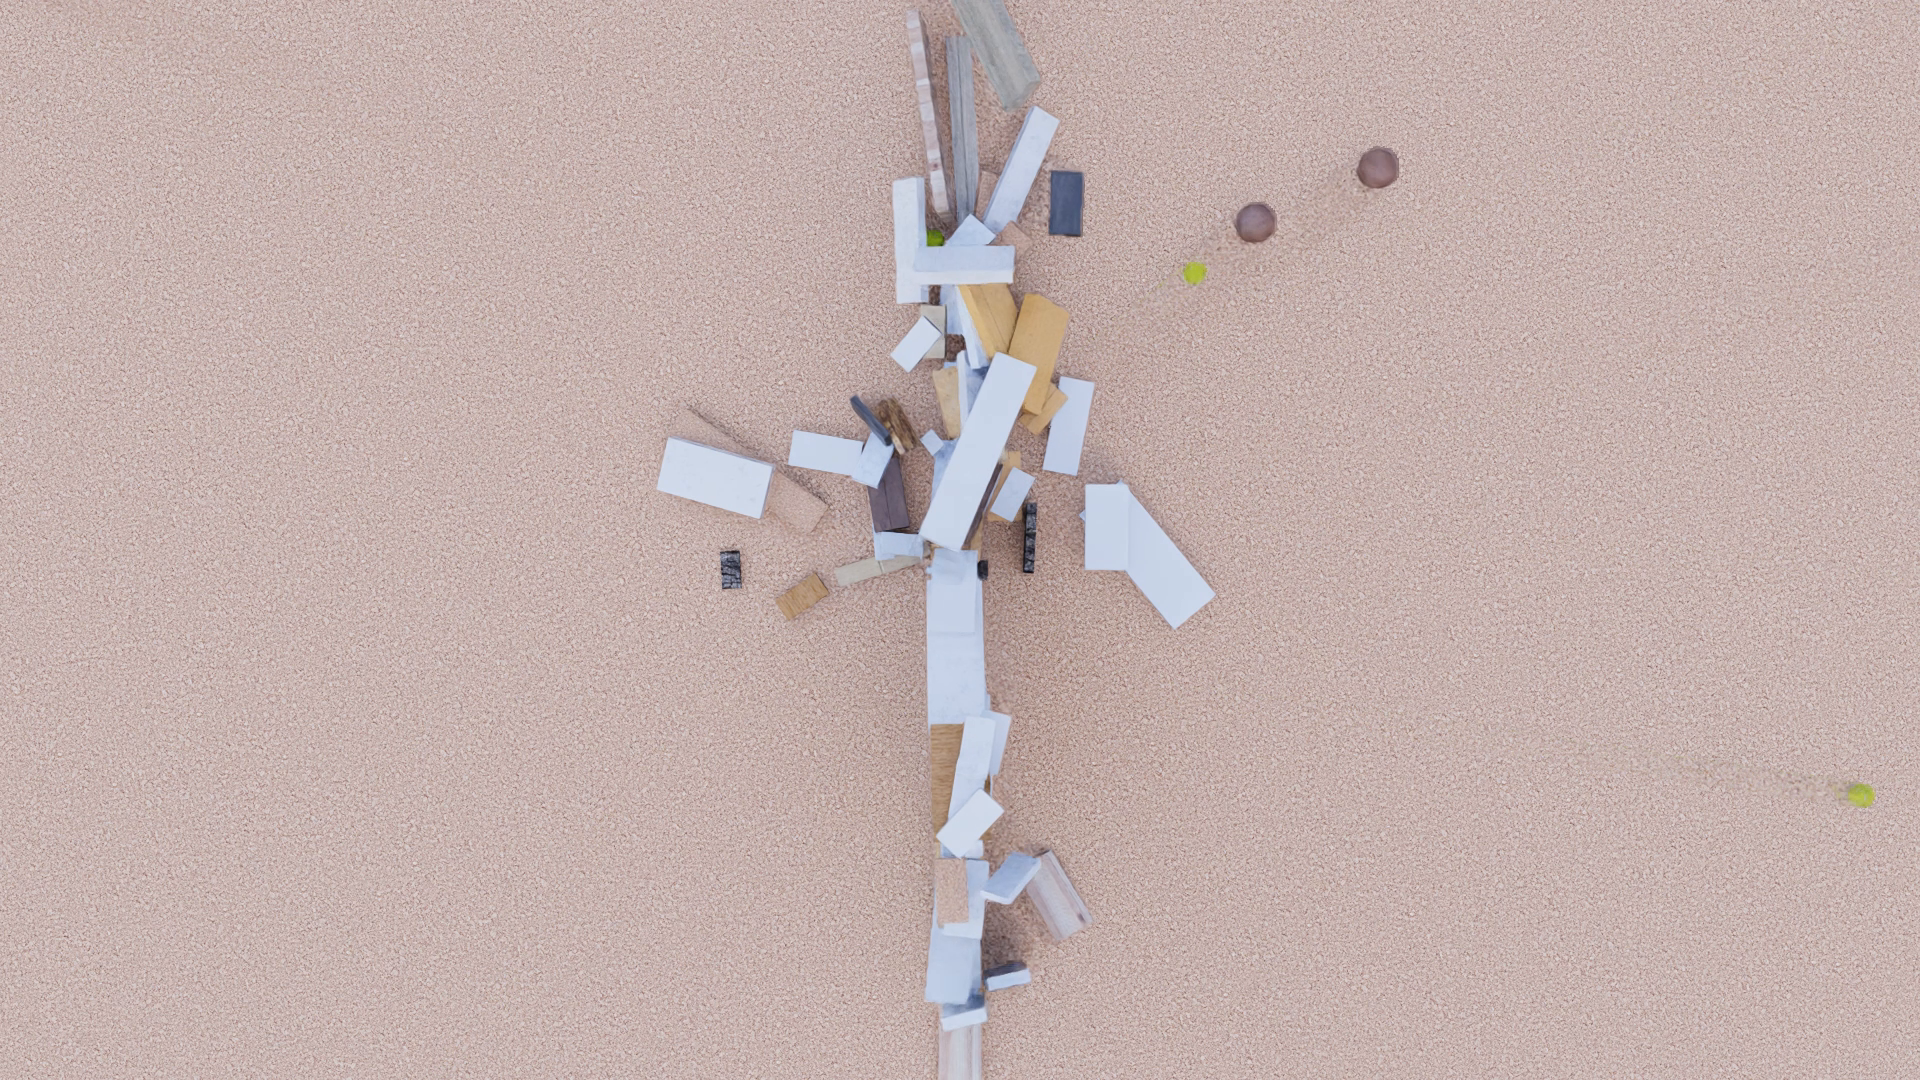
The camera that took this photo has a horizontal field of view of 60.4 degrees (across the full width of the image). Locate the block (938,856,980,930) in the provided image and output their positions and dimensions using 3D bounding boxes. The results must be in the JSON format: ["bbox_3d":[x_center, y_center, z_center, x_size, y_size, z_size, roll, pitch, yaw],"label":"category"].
[{"bbox_3d":[-0.002,1.094,5.209,0.130,0.037,0.261,1,85,0],"label":"block"}]

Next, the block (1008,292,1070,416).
[{"bbox_3d":[0.238,-0.607,5.401,0.051,0.179,0.358,12,83,42],"label":"block"}]

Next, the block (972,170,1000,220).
[{"bbox_3d":[0.093,-1.134,5.469,0.081,0.023,0.163,8,89,-29],"label":"block"}]

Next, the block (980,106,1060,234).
[{"bbox_3d":[0.192,-1.203,5.462,0.104,0.029,0.458,24,90,-30],"label":"block"}]

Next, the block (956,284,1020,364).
[{"bbox_3d":[0.117,-0.724,5.369,0.160,0.045,0.320,-38,112,-37],"label":"block"}]

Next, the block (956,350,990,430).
[{"bbox_3d":[0.069,-0.467,5.384,0.147,0.042,0.293,13,63,-34],"label":"block"}]

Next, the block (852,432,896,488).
[{"bbox_3d":[-0.281,-0.268,5.456,0.090,0.026,0.181,20,74,9],"label":"block"}]

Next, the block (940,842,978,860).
[{"bbox_3d":[0.000,1.014,5.180,0.119,0.034,0.238,0,85,0],"label":"block"}]

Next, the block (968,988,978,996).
[{"bbox_3d":[-0.005,1.219,5.442,0.131,0.037,0.604,0,90,0],"label":"block"}]

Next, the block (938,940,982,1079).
[{"bbox_3d":[0.001,1.461,5.480,0.140,0.040,0.921,0,90,0],"label":"block"}]

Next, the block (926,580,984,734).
[{"bbox_3d":[-0.014,0.364,5.177,0.175,0.050,0.489,-1,67,0],"label":"block"}]

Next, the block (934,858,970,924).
[{"bbox_3d":[-0.026,1.086,5.109,0.098,0.028,0.196,-3,85,0],"label":"block"}]

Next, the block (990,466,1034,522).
[{"bbox_3d":[0.174,-0.151,5.456,0.082,0.023,0.165,28,90,0],"label":"block"}]

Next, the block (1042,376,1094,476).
[{"bbox_3d":[0.360,-0.378,5.484,0.114,0.032,0.314,11,90,0],"label":"block"}]

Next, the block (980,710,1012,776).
[{"bbox_3d":[0.090,0.613,4.987,0.091,0.026,0.183,14,79,3],"label":"block"}]

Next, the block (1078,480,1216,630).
[{"bbox_3d":[0.620,0.049,5.475,0.179,0.051,0.494,-40,90,0],"label":"block"}]

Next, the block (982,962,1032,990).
[{"bbox_3d":[0.149,1.415,5.355,0.137,0.274,0.039,-11,81,-5],"label":"block"}]

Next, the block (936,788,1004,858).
[{"bbox_3d":[0.030,0.843,4.913,0.098,0.028,0.196,43,91,2],"label":"block"}]

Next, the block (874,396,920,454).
[{"bbox_3d":[-0.206,-0.378,5.457,0.026,0.090,0.181,-29,90,40],"label":"block"}]

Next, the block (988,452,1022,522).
[{"bbox_3d":[0.146,-0.179,5.484,0.114,0.032,0.229,-2,90,0],"label":"block"}]

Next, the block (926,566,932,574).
[{"bbox_3d":[-0.071,0.093,5.414,0.070,0.140,0.020,14,101,1],"label":"block"}]

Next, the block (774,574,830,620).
[{"bbox_3d":[-0.525,0.190,5.488,0.165,0.023,0.082,-34,90,0],"label":"block"}]

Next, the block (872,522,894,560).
[{"bbox_3d":[-0.254,0.003,5.480,0.063,0.018,0.126,-6,80,1],"label":"block"}]

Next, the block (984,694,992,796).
[{"bbox_3d":[0.008,0.654,5.106,0.176,0.050,0.351,-1,66,0],"label":"block"}]

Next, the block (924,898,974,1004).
[{"bbox_3d":[-0.025,1.288,5.308,0.137,0.039,0.386,6,81,2],"label":"block"}]

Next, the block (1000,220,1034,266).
[{"bbox_3d":[0.142,-0.942,5.444,0.104,0.029,0.207,41,114,-1],"label":"block"}]

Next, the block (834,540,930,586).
[{"bbox_3d":[-0.255,0.080,5.491,0.322,0.018,0.063,-17,90,0],"label":"block"}]

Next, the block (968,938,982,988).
[{"bbox_3d":[-0.005,1.316,5.367,0.140,0.040,0.280,-1,90,0],"label":"block"}]

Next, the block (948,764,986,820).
[{"bbox_3d":[0.023,0.759,4.943,0.091,0.026,0.183,9,88,2],"label":"block"}]

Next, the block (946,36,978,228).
[{"bbox_3d":[0.014,-1.348,5.488,0.081,0.023,0.650,-4,90,0],"label":"block"}]

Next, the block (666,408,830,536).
[{"bbox_3d":[-0.706,-0.227,5.483,0.578,0.033,0.117,34,90,0],"label":"block"}]

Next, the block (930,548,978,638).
[{"bbox_3d":[-0.019,0.166,5.214,0.140,0.040,0.279,2,67,1],"label":"block"}]

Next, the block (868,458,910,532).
[{"bbox_3d":[-0.243,-0.148,5.472,0.117,0.033,0.233,-10,84,0],"label":"block"}]

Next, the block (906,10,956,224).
[{"bbox_3d":[-0.095,-1.381,5.387,0.042,0.147,0.674,-10,83,9],"label":"block"}]

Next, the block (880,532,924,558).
[{"bbox_3d":[-0.192,0.014,5.461,0.140,0.020,0.070,5,79,-6],"label":"block"}]

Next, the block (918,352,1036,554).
[{"bbox_3d":[0.058,-0.281,5.237,0.139,0.040,0.646,22,80,4],"label":"block"}]

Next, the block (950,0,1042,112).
[{"bbox_3d":[0.038,-1.771,5.344,0.045,0.160,0.798,-16,76,-36],"label":"block"}]

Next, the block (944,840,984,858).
[{"bbox_3d":[0.007,0.850,5.135,0.119,0.034,0.272,-3,95,-1],"label":"block"}]
